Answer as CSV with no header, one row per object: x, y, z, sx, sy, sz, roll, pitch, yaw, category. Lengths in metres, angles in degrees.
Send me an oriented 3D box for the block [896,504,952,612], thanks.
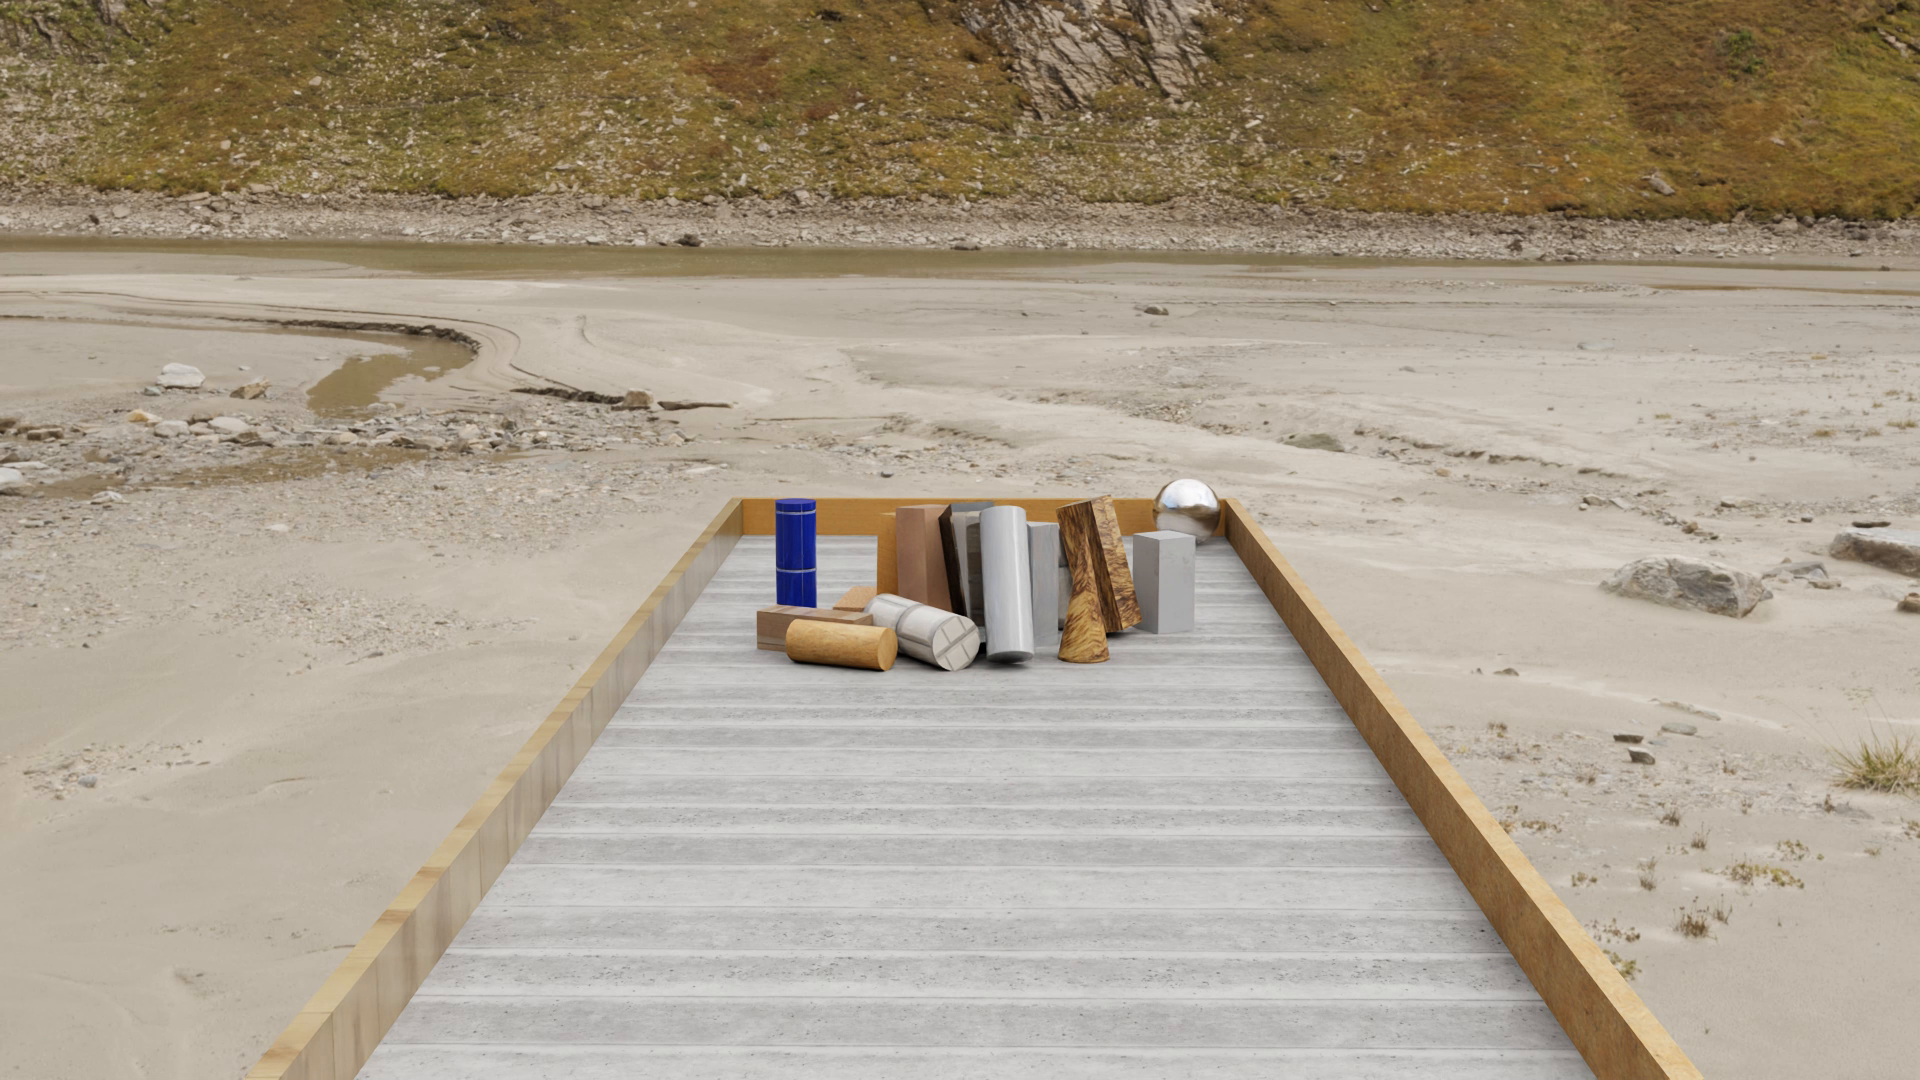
-0.095,0.103,6.977,0.146,0.420,0.146,-6,6,-39,block

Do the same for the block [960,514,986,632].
0.090,0.107,7.186,0.149,0.360,0.149,3,9,16,block

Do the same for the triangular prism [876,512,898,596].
-0.186,0.097,7.203,0.135,0.373,0.117,5,10,23,triangular prism

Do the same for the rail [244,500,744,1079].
-1.004,0.839,3.234,0.050,0.150,12.000,0,9,1,rail

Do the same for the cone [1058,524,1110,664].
0.379,0.157,6.697,0.162,0.413,0.162,0,9,0,cone

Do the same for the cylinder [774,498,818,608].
-0.537,0.076,7.215,0.134,0.411,0.134,0,9,0,cylinder

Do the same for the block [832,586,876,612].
-0.330,0.237,7.182,0.104,0.104,0.373,1,9,7,block

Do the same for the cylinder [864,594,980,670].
-0.124,0.278,6.727,0.166,0.166,0.436,-5,11,-31,cylinder

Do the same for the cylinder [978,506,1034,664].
0.141,0.135,6.655,0.144,0.456,0.144,-3,-18,-1,cylinder

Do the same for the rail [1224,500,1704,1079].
1.046,0.843,3.208,0.050,0.150,12.000,0,9,1,rail

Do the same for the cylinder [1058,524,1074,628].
0.343,0.116,7.180,0.134,0.328,0.134,-9,7,1,cylinder

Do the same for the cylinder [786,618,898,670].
-0.357,0.314,6.617,0.314,0.128,0.128,4,10,26,cylinder

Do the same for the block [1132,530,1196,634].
0.663,0.136,7.163,0.145,0.309,0.145,-5,11,-31,block

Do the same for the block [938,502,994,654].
0.050,0.118,6.790,0.140,0.447,0.140,-3,-17,-18,block

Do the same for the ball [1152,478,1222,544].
0.913,-0.114,8.851,0.274,0.274,0.274,0,9,0,ball

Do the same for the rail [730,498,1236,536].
0.099,-0.098,9.147,2.100,0.150,0.050,0,9,1,rail

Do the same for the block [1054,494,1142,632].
0.446,0.081,7.066,0.135,0.423,0.135,-12,4,33,block

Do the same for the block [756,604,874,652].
-0.451,0.284,6.829,0.346,0.121,0.121,4,10,26,block

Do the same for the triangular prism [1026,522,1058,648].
0.235,0.137,6.921,0.113,0.384,0.097,-8,12,-40,triangular prism
